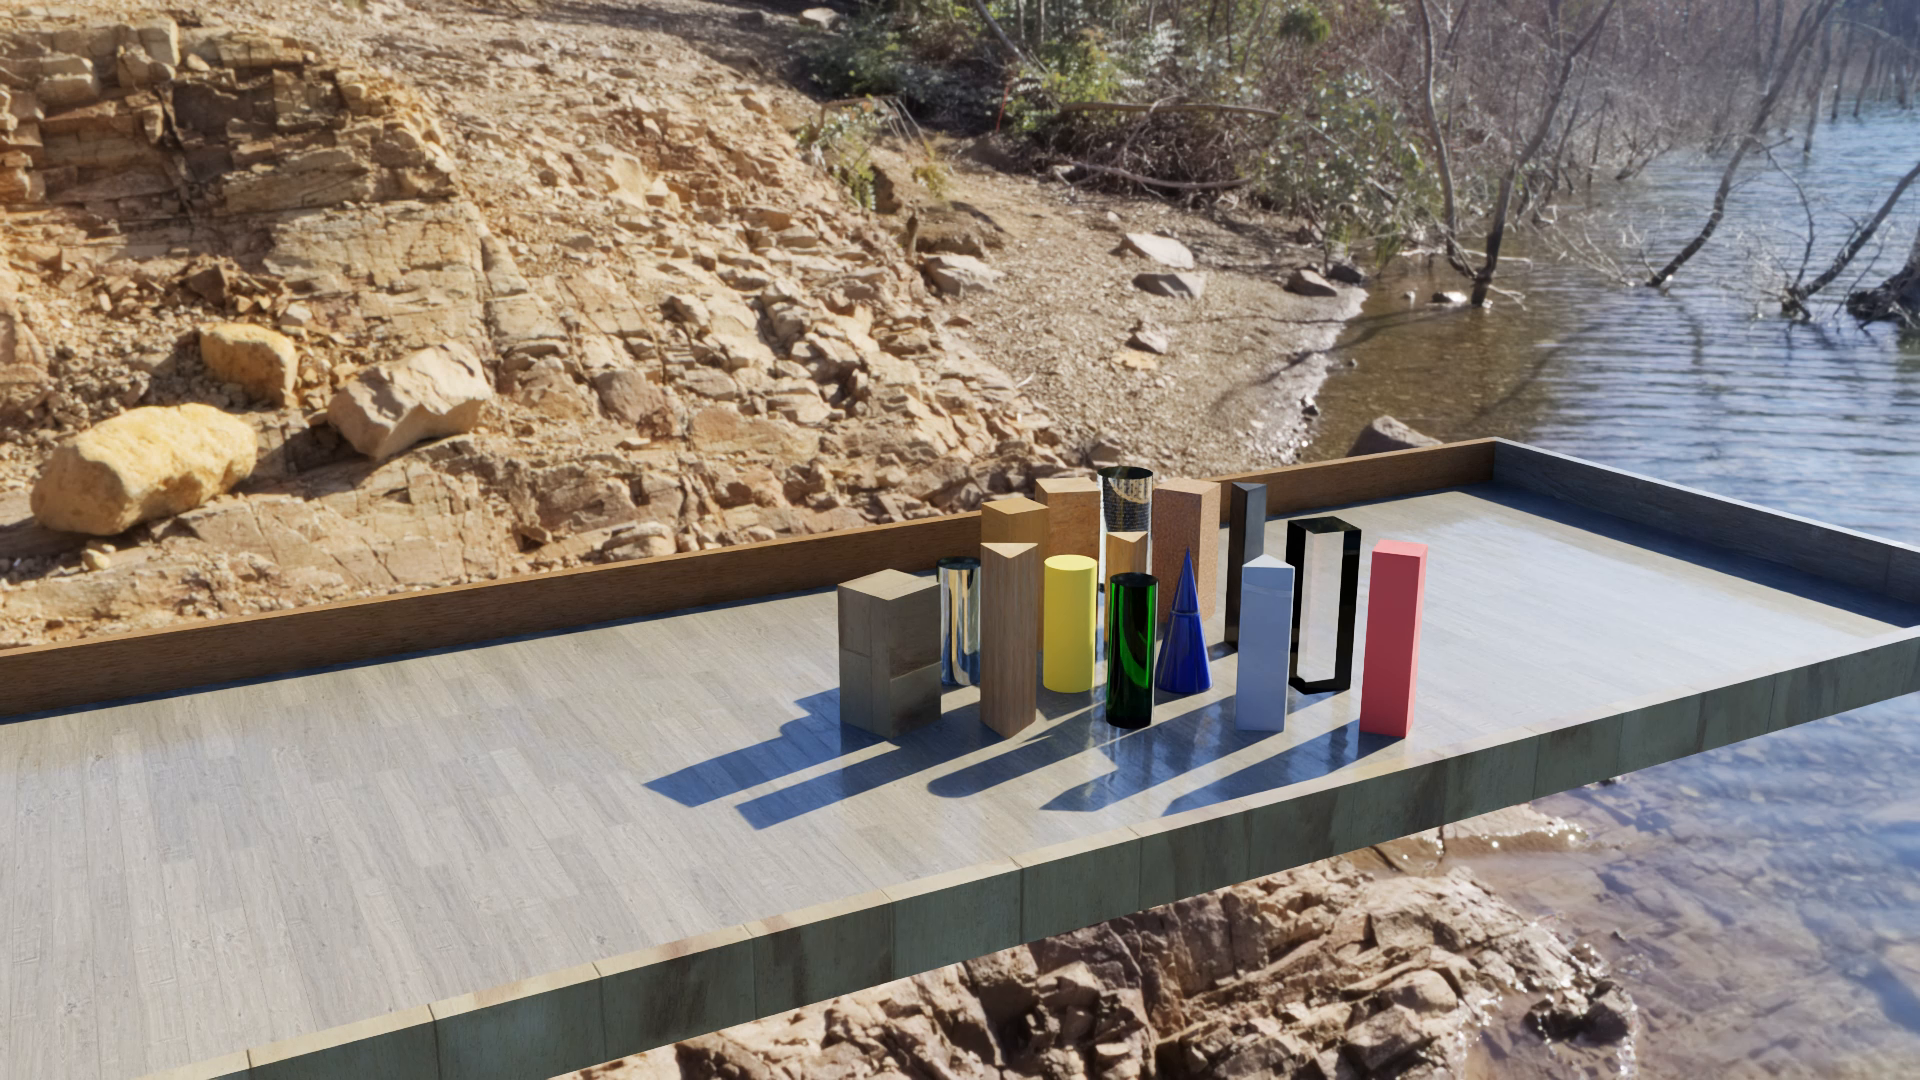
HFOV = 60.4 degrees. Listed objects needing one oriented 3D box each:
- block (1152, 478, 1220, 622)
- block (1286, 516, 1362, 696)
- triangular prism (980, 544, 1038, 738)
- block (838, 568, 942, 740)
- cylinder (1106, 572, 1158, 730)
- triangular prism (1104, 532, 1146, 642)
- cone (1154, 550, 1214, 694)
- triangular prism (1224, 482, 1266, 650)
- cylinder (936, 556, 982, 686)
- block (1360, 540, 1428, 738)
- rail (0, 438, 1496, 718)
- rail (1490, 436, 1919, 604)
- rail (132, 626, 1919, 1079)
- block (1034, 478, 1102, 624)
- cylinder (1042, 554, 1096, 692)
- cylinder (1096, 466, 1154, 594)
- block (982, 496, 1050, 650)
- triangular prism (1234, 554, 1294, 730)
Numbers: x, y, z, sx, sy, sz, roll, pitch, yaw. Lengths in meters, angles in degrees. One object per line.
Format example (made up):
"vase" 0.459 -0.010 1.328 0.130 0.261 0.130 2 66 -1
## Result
"block" 0.624 0.033 4.568 0.138 0.380 0.138 9 19 29
"block" 0.888 0.161 4.076 0.129 0.412 0.129 -5 17 -18
"triangular prism" 0.097 0.225 3.817 0.112 0.436 0.130 10 19 30
"block" -0.164 0.263 3.861 0.169 0.337 0.169 15 22 41
"cylinder" 0.402 0.259 3.857 0.112 0.348 0.112 0 16 0
"triangular prism" 0.456 0.130 4.379 0.094 0.301 0.108 -11 20 -33
"cone" 0.558 0.186 4.082 0.154 0.361 0.154 0 16 0
"triangular prism" 0.738 0.067 4.347 0.078 0.439 0.090 15 22 42
"cylinder" -0.001 0.203 4.125 0.116 0.304 0.116 0 16 0
"block" 1.000 0.227 3.807 0.107 0.437 0.107 7 18 23
"rail" -3.305 0.497 3.399 12.000 0.150 0.050 -9 18 -27
"rail" 2.466 -0.048 5.253 0.050 0.150 2.100 -9 18 -27
"rail" -2.336 1.006 1.665 12.000 0.150 0.050 -9 18 -27
"block" 0.295 0.032 4.567 0.149 0.382 0.149 -3 17 -10
"cylinder" 0.271 0.207 4.087 0.128 0.317 0.128 0 16 0
"cylinder" 0.478 -0.027 4.828 0.162 0.349 0.162 0 16 0
"block" 0.144 0.096 4.341 0.129 0.388 0.129 -10 19 -30
"triangular prism" 0.704 0.238 3.839 0.115 0.398 0.100 2 16 5
